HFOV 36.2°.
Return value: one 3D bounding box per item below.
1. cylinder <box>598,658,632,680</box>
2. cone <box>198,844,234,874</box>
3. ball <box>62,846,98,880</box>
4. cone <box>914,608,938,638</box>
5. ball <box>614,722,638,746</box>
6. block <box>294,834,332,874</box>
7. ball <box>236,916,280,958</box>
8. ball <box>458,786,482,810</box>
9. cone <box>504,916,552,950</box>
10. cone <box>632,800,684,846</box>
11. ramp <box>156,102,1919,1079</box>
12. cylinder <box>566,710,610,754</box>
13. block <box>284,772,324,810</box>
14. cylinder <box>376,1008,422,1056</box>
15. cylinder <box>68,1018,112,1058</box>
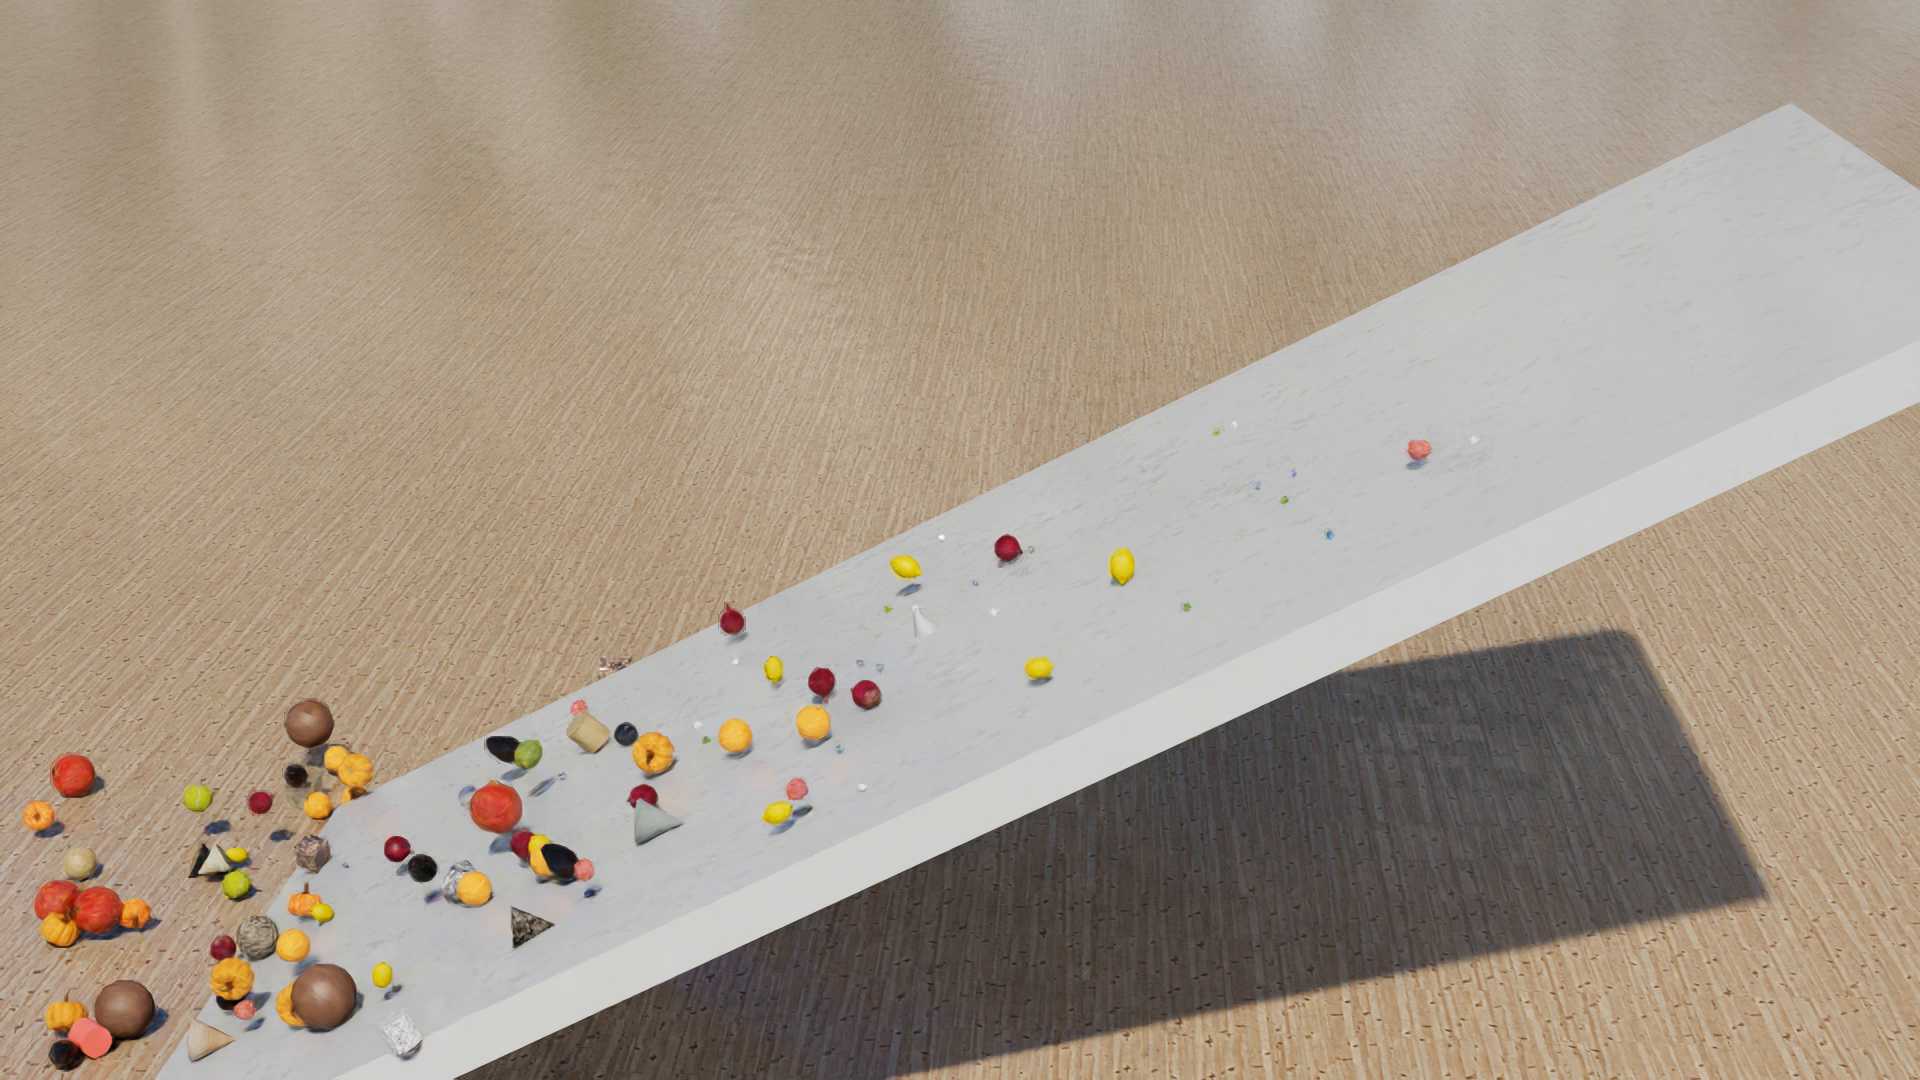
[{"bbox_3d":[-1.015,0.392,8.661,0.090,0.090,0.090,3,17,-2],"label":"cylinder"},{"bbox_3d":[-1.861,0.809,7.305,0.082,0.082,0.082,-33,24,-7],"label":"cone"},{"bbox_3d":[-2.200,0.807,7.351,0.085,0.085,0.085,0,17,0],"label":"ball"},{"bbox_3d":[-0.085,0.173,6.362,0.060,0.060,0.060,-27,14,7],"label":"cone"},{"bbox_3d":[-0.762,0.443,6.711,0.054,0.054,0.054,0,17,0],"label":"ball"},{"bbox_3d":[-1.555,0.753,7.067,0.058,0.058,0.058,16,41,22],"label":"block"},{"bbox_3d":[-1.573,0.889,6.589,0.095,0.095,0.095,0,17,0],"label":"ball"},{"bbox_3d":[-1.146,0.603,6.883,0.054,0.054,0.054,0,17,0],"label":"ball"},{"bbox_3d":[-0.835,0.756,5.760,0.084,0.084,0.084,-26,24,-15],"label":"cone"},{"bbox_3d":[-0.604,0.572,5.962,0.096,0.096,0.096,-4,16,11],"label":"cone"},{"bbox_3d":[0.140,0.167,6.281,4.000,0.100,2.000,-26,14,10],"label":"ramp"},{"bbox_3d":[-0.863,0.445,6.815,0.072,0.072,0.072,41,4,-20],"label":"cylinder"},{"bbox_3d":[-1.743,0.667,7.816,0.081,0.081,0.081,0,17,1],"label":"block"},{"bbox_3d":[-1.053,0.924,5.523,0.062,0.062,0.062,-27,14,7],"label":"cylinder"},{"bbox_3d":[-1.904,1.090,6.441,0.069,0.069,0.069,-14,18,-38],"label":"cylinder"}]
